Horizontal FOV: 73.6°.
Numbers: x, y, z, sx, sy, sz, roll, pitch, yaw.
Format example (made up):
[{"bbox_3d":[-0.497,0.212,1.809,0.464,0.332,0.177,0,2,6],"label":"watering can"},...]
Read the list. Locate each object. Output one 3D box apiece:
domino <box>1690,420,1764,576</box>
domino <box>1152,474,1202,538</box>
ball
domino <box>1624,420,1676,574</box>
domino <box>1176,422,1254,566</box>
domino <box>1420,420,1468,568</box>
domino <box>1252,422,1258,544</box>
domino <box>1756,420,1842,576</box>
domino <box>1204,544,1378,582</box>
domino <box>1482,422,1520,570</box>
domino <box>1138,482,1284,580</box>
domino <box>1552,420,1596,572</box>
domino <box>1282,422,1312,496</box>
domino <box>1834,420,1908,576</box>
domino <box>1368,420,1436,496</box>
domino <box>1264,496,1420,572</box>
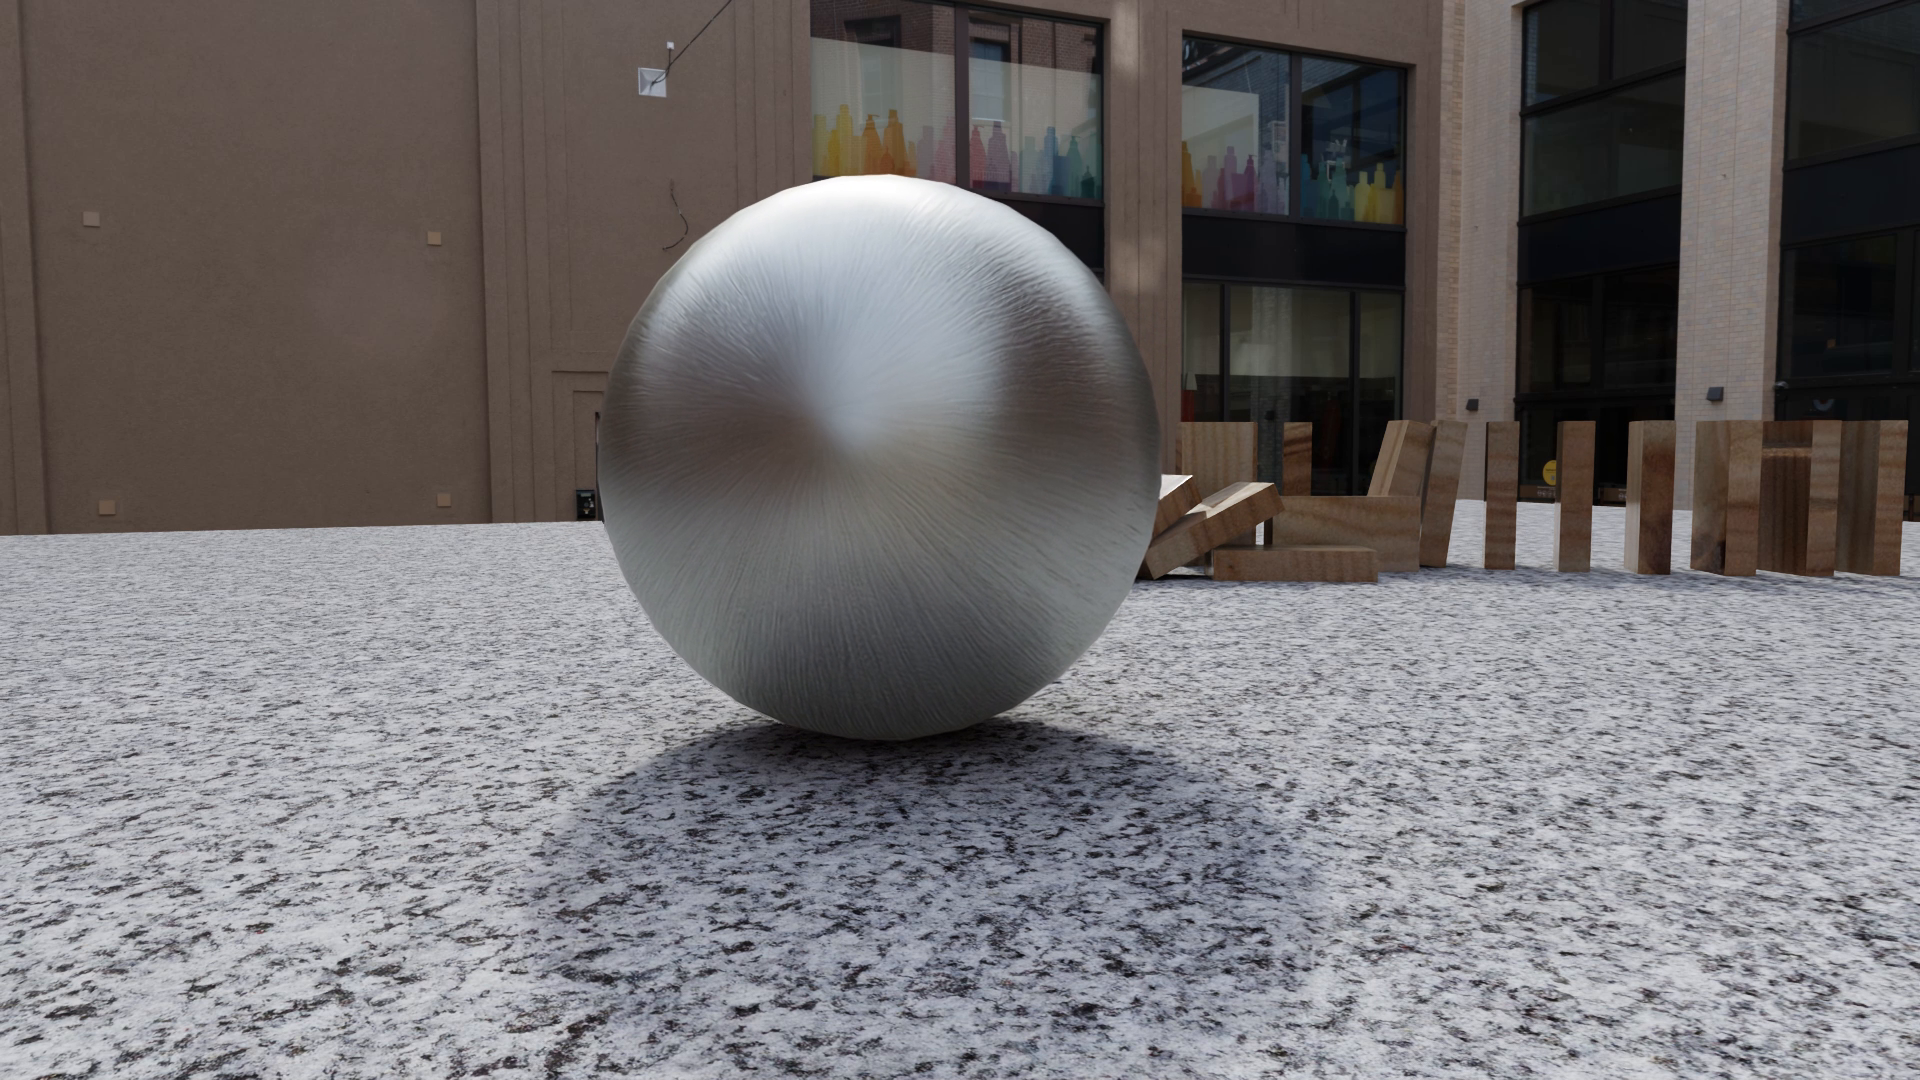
[{"bbox_3d":[0.253,-0.014,0.423,0.009,0.050,0.025,1,4,7],"label":"domino"},{"bbox_3d":[0.051,-0.005,0.413,0.050,0.010,0.025,-35,21,-26],"label":"domino"},{"bbox_3d":[-0.011,-0.011,0.186,0.080,0.080,0.080,0,4,0],"label":"ball"},{"bbox_3d":[0.230,-0.015,0.429,0.010,0.050,0.025,1,5,18],"label":"domino"},{"bbox_3d":[0.089,-0.016,0.450,0.025,0.050,0.009,0,4,-4],"label":"domino"},{"bbox_3d":[0.168,-0.017,0.451,0.009,0.050,0.025,8,6,14],"label":"domino"},{"bbox_3d":[0.099,-0.018,0.468,0.009,0.050,0.025,-1,4,-10],"label":"domino"},{"bbox_3d":[0.276,-0.014,0.423,0.009,0.050,0.025,0,4,-4],"label":"domino"},{"bbox_3d":[0.105,0.007,0.409,0.050,0.009,0.025,0,4,4],"label":"domino"},{"bbox_3d":[0.187,-0.016,0.444,0.009,0.050,0.025,2,5,20],"label":"domino"},{"bbox_3d":[0.077,-0.004,0.415,0.050,0.009,0.025,-27,10,-13],"label":"domino"},{"bbox_3d":[0.209,-0.015,0.436,0.009,0.050,0.025,2,5,21],"label":"domino"},{"bbox_3d":[0.122,-0.017,0.465,0.010,0.050,0.025,1,4,13],"label":"domino"},{"bbox_3d":[0.298,-0.014,0.426,0.009,0.050,0.025,0,4,-6],"label":"domino"},{"bbox_3d":[0.154,-0.017,0.457,0.009,0.050,0.025,15,5,1],"label":"domino"},{"bbox_3d":[0.127,-0.002,0.429,0.050,0.025,0.009,0,4,-4],"label":"domino"}]
